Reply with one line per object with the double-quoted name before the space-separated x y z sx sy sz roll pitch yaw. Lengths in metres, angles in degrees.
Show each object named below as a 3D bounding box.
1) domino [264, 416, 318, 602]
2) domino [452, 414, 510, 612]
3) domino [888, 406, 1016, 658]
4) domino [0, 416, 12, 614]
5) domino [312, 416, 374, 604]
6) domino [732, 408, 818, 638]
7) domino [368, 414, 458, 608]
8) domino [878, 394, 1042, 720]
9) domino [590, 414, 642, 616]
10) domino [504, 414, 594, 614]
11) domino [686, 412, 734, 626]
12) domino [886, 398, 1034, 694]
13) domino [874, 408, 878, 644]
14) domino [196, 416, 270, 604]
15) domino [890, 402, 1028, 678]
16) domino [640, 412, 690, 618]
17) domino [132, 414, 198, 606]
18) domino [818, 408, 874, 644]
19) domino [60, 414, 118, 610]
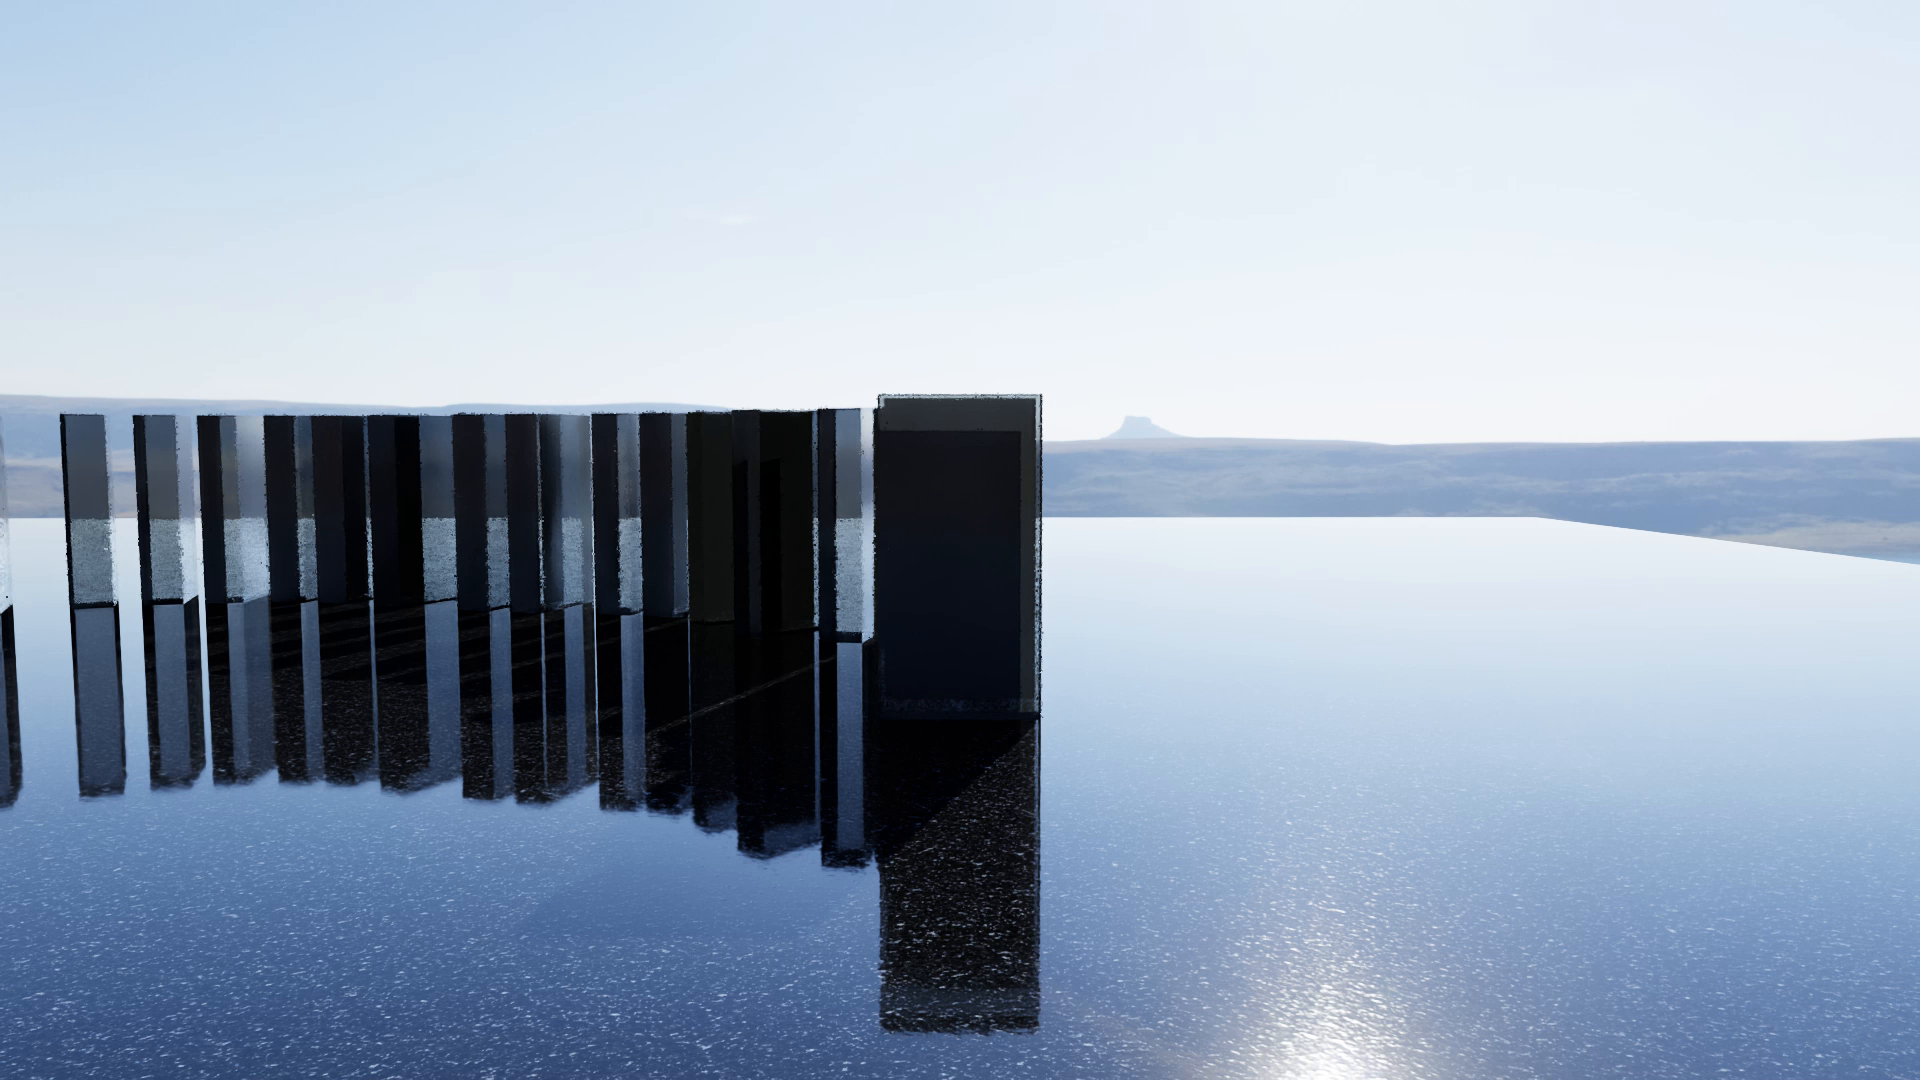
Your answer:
"domino" -0.180 -0.009 0.355 0.009 0.050 0.025 0 4 3
"domino" -0.121 -0.008 0.338 0.010 0.050 0.025 1 4 13
"domino" -0.002 -0.002 0.259 0.025 0.050 0.010 0 4 -6
"domino" -0.251 -0.007 0.328 0.009 0.050 0.025 -3 5 -31
"domino" -0.164 -0.009 0.353 0.009 0.050 0.025 1 4 15
"domino" -0.039 -0.004 0.291 0.009 0.050 0.025 4 6 42
"domino" -0.145 -0.008 0.345 0.009 0.050 0.025 2 5 23
"domino" 0.000 0.002 0.201 0.025 0.050 0.009 0 4 0
"domino" -0.084 -0.007 0.330 0.010 0.050 0.025 1 4 10
"domino" -0.106 -0.008 0.334 0.010 0.050 0.025 1 4 13
"domino" -0.052 -0.006 0.309 0.025 0.050 0.009 -3 5 -34
"domino" 0.000 0.001 0.221 0.025 0.050 0.009 0 4 0
"domino" -0.005 -0.003 0.274 0.025 0.050 0.010 -2 5 -23
"domino" -0.199 -0.009 0.353 0.010 0.050 0.025 -1 4 -10
"domino" 0.000 0.000 0.237 0.025 0.050 0.010 0 4 -2
"domino" -0.069 -0.007 0.326 0.010 0.050 0.025 2 5 24
"domino" -0.216 -0.009 0.349 0.009 0.050 0.025 -2 5 -23
"domino" -0.024 -0.004 0.285 0.010 0.050 0.025 1 4 9
"domino" -0.231 -0.008 0.341 0.010 0.050 0.025 -3 5 -31
